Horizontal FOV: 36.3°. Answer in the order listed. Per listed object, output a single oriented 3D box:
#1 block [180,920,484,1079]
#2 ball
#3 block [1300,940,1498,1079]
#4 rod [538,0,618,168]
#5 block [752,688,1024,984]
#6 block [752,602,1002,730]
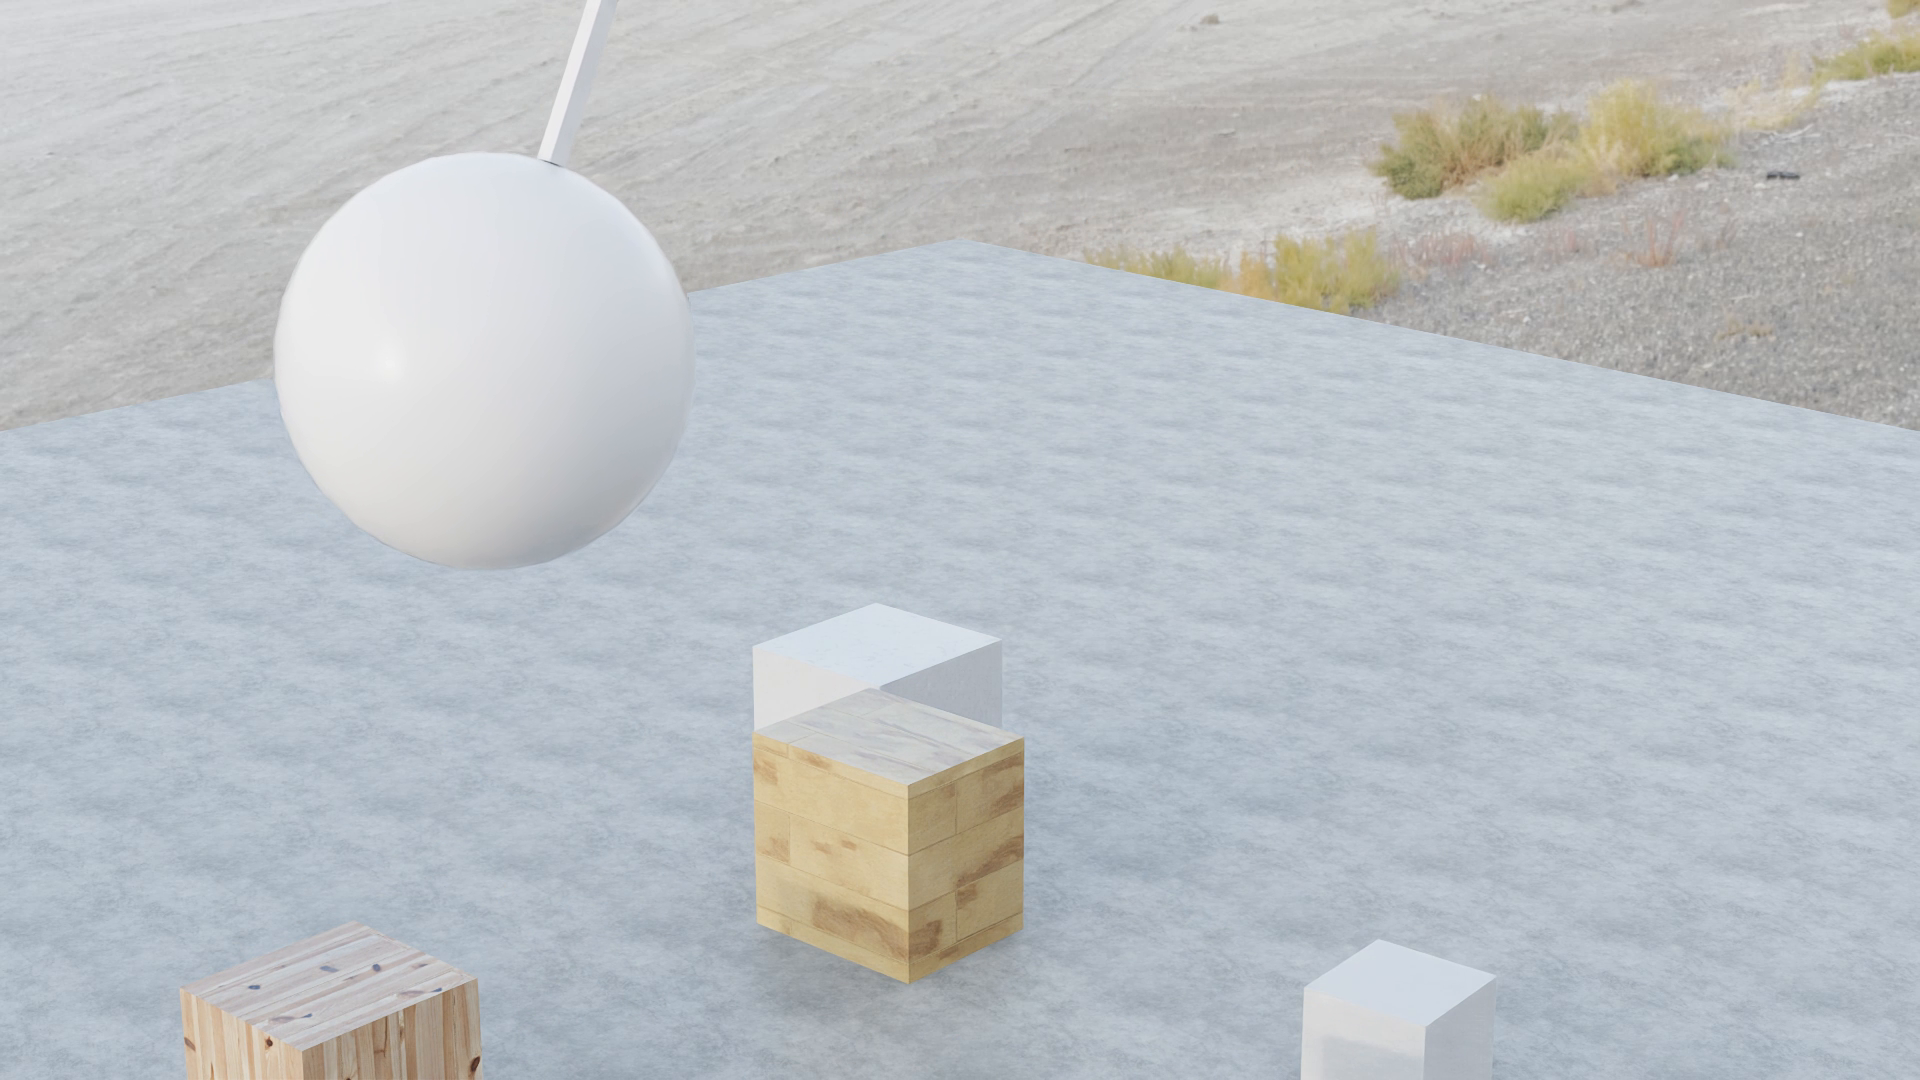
[{"bbox_3d":[-2.307,1.972,10.834,0.743,0.741,0.780,15,23,40],"label":"block"},{"bbox_3d":[-1.810,-0.682,11.230,1.600,1.600,1.600,0,17,0],"label":"ball"},{"bbox_3d":[1.696,1.937,11.342,0.531,0.504,0.548,13,22,37],"label":"block"},{"bbox_3d":[-0.784,-3.923,11.287,0.080,5.200,0.080,17,-1,42],"label":"rod"},{"bbox_3d":[-0.310,1.270,12.796,0.916,0.905,0.741,15,23,40],"label":"block"},{"bbox_3d":[-0.387,0.910,13.965,0.816,0.891,0.852,15,23,39],"label":"block"}]
